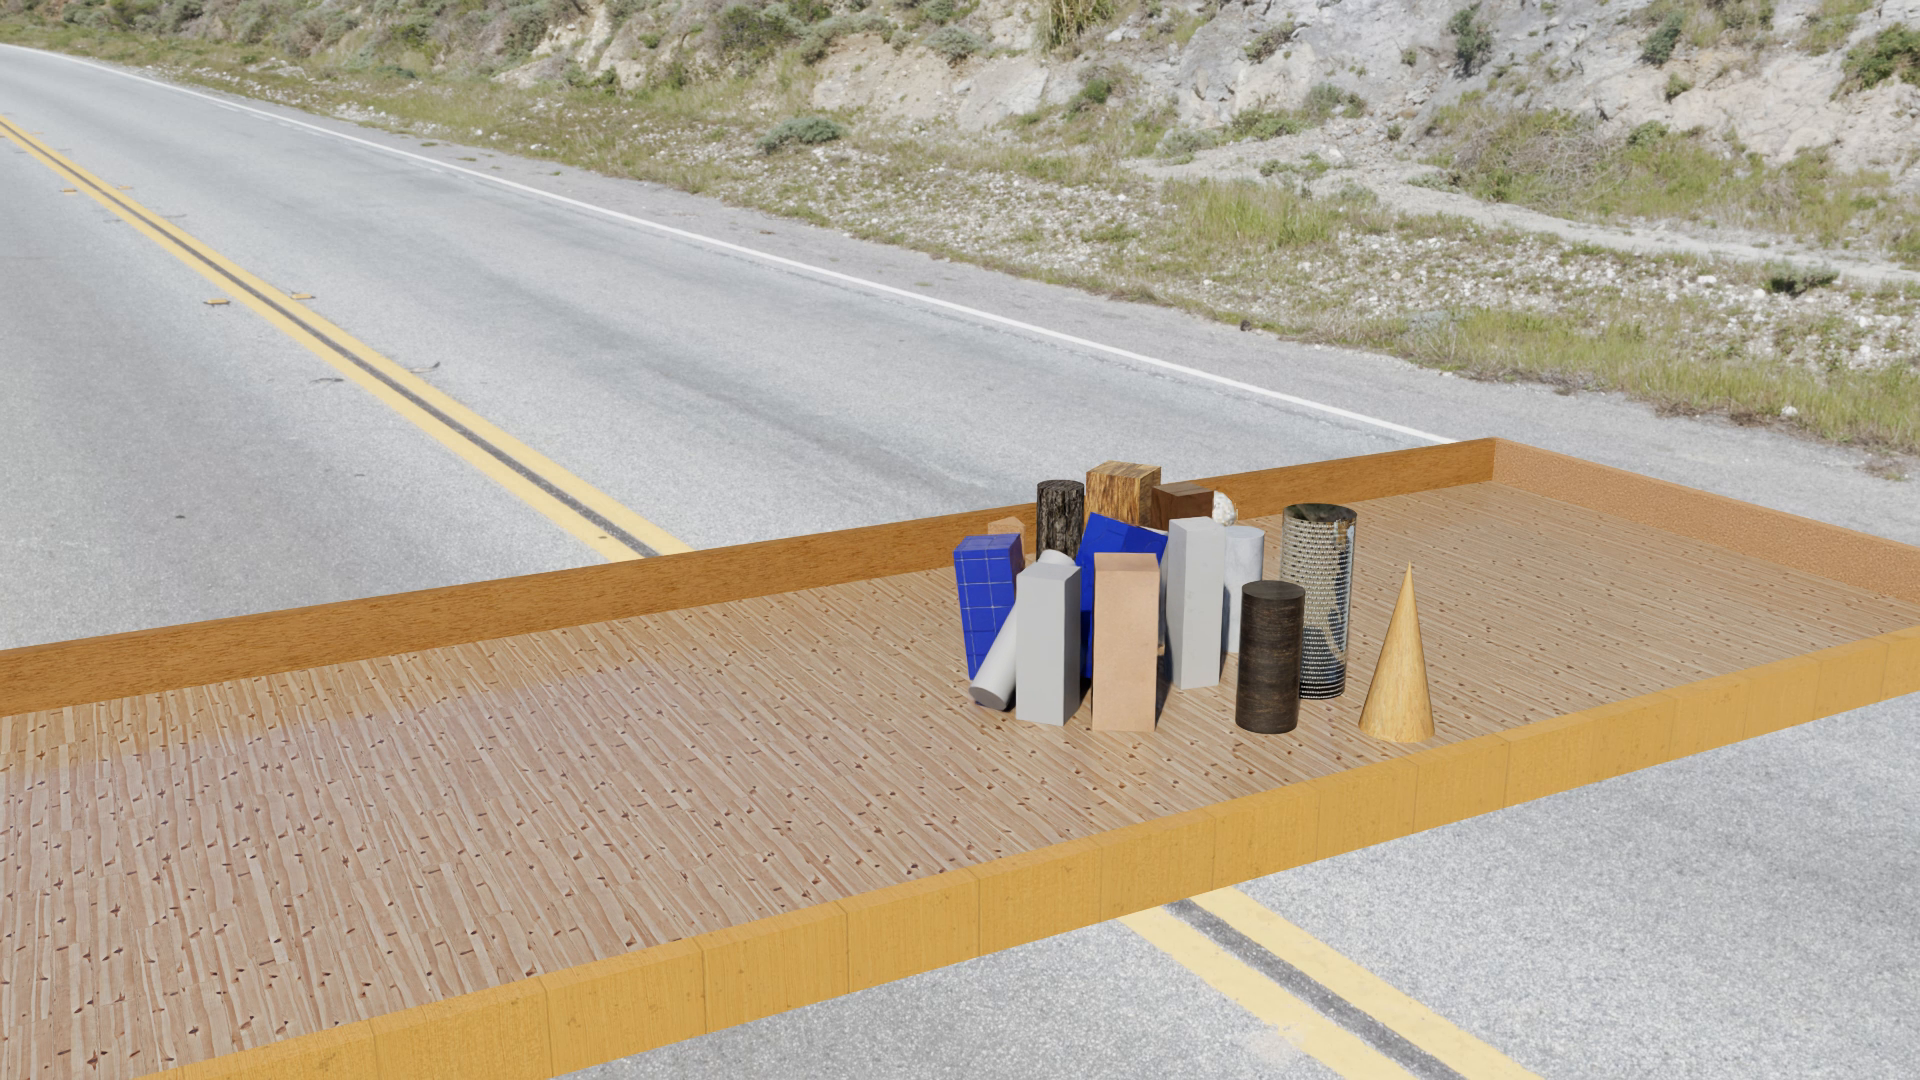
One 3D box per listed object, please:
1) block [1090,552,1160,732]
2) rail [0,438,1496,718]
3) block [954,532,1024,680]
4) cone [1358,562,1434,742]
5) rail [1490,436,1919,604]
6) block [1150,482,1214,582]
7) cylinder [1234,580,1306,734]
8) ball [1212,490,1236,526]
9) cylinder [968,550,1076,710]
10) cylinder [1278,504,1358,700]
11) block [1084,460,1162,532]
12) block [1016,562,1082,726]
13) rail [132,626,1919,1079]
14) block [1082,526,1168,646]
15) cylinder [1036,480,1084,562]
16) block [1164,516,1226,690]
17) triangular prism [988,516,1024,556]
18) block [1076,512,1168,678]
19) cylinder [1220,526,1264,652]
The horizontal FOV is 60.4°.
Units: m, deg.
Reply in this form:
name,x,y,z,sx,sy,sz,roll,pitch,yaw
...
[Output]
name,x,y,z,sx,sy,sz,roll,pitch,yaw
block,0.383,0.238,3.852,0.145,0.391,0.145,1,16,3
rail,-3.305,0.497,3.399,12.000,0.150,0.050,-9,18,-27
block,0.088,0.167,4.158,0.141,0.338,0.141,-3,15,15
cone,1.021,0.242,3.802,0.174,0.411,0.174,0,16,0
rail,2.466,-0.048,5.253,0.050,0.150,2.100,-9,18,-27
block,0.615,0.031,4.611,0.122,0.360,0.122,-9,19,-28
cylinder,0.722,0.272,3.845,0.145,0.329,0.145,0,16,0
ball,0.808,-0.080,5.338,0.164,0.164,0.164,0,16,0
cylinder,0.157,0.216,4.020,0.100,0.100,0.412,11,59,34
cylinder,0.870,0.150,4.048,0.176,0.450,0.176,0,16,0
block,0.475,-0.032,4.822,0.165,0.361,0.165,9,18,27
block,0.209,0.244,3.889,0.118,0.358,0.118,6,18,22
rail,-2.336,1.006,1.665,12.000,0.150,0.050,-9,18,-27
block,0.431,0.132,4.349,0.165,0.312,0.165,12,19,36
cylinder,0.277,0.029,4.591,0.130,0.375,0.130,0,16,0
block,0.581,0.156,4.094,0.103,0.411,0.103,-5,17,-17
triangular prism,0.131,0.114,4.359,0.098,0.343,0.085,4,17,14
block,0.365,0.145,4.125,0.143,0.388,0.143,15,5,-39
cylinder,0.734,0.129,4.360,0.125,0.313,0.125,0,16,0
